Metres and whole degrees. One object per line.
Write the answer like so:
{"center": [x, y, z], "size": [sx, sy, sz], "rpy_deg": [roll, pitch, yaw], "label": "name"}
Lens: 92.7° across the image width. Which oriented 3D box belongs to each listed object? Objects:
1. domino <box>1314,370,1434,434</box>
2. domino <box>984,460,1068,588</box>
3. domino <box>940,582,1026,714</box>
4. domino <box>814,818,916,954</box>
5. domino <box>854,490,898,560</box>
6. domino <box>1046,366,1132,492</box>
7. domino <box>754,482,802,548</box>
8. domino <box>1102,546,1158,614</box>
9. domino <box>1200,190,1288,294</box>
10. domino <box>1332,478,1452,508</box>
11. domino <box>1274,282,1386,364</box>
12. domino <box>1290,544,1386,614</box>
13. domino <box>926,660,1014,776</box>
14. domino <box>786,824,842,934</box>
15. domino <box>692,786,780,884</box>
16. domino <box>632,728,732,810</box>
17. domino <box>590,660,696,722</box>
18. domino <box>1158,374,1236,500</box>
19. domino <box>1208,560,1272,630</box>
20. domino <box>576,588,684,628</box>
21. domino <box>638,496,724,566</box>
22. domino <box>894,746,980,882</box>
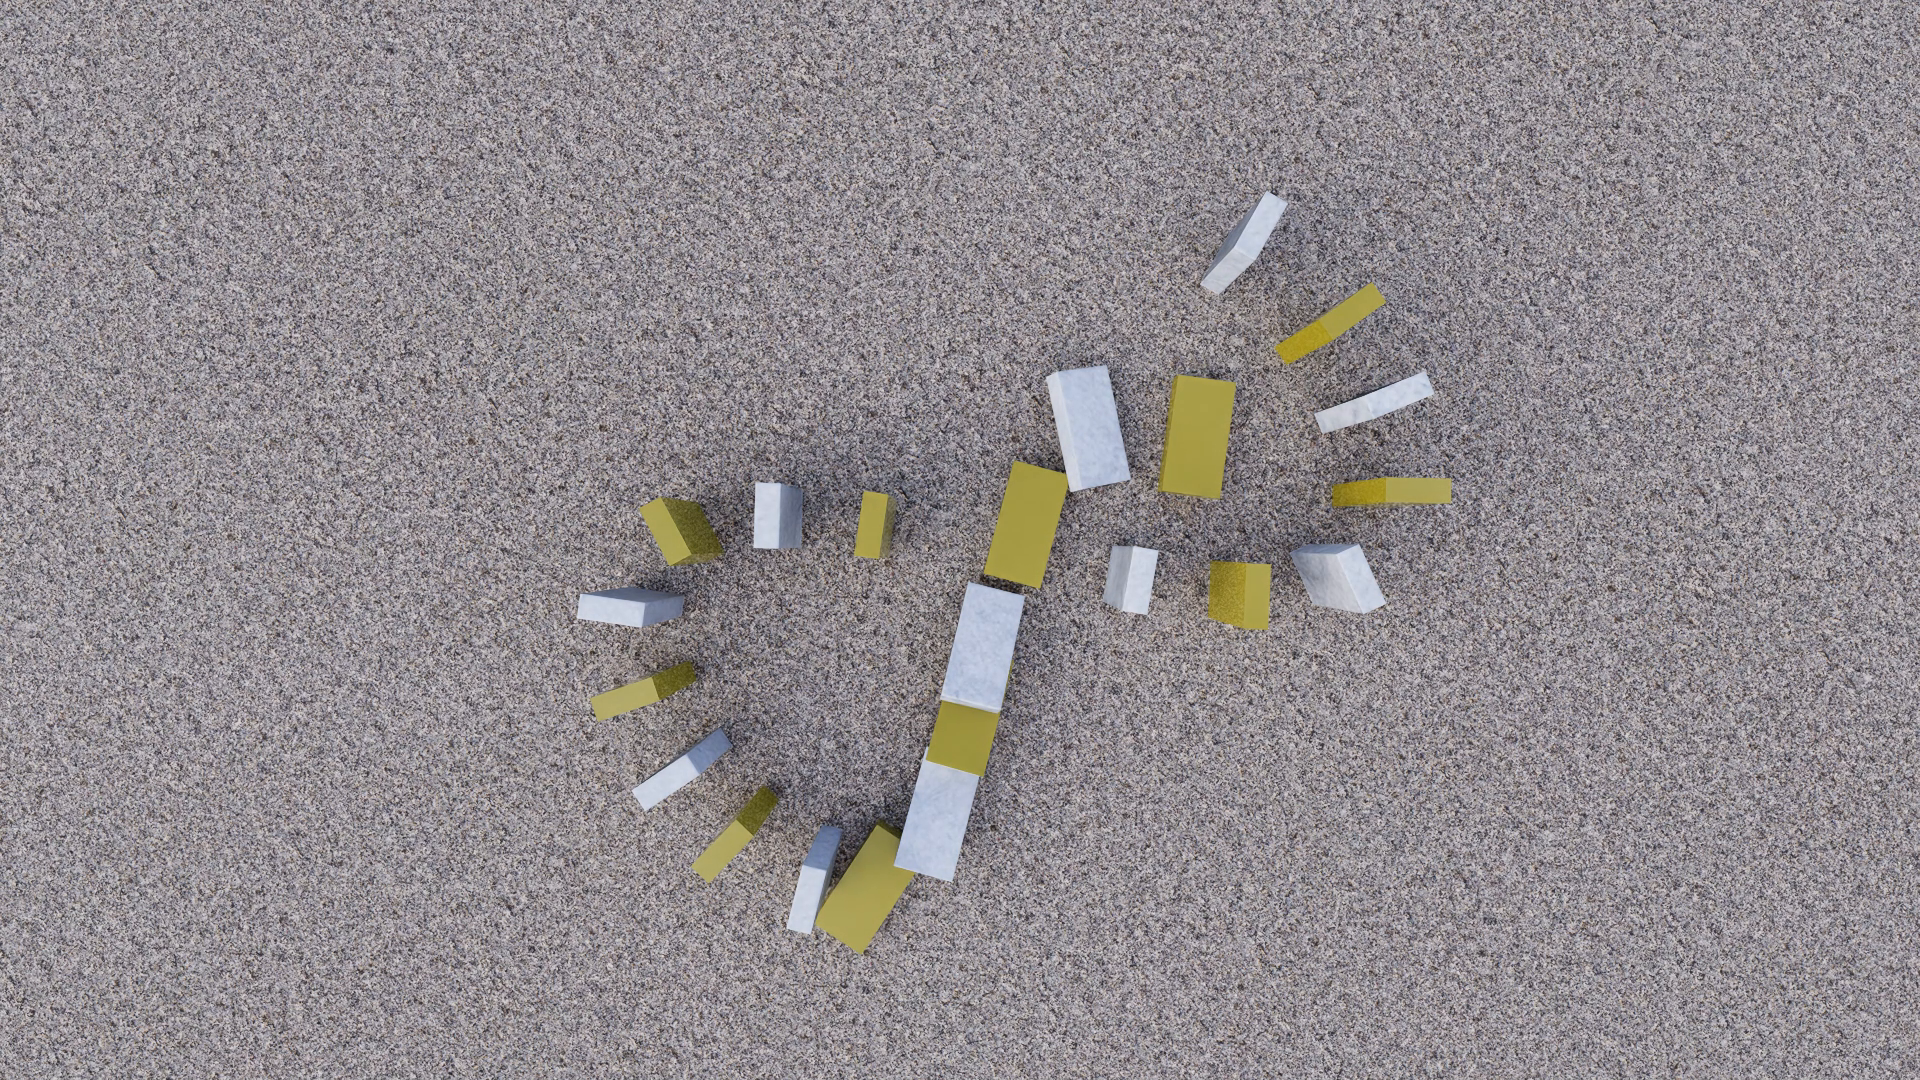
{"center": [0.168, -0.055, 0.375], "size": [0.025, 0.050, 0.009], "rpy_deg": [-22, 90, 0], "label": "domino"}
{"center": [0.029, -0.007, 0.395], "size": [0.025, 0.009, 0.050], "rpy_deg": [15, 90, 0], "label": "domino"}
{"center": [0.010, 0.045, 0.387], "size": [0.025, 0.009, 0.050], "rpy_deg": [14, 69, -1], "label": "domino"}
{"center": [-0.039, 0.149, 0.395], "size": [0.025, 0.009, 0.050], "rpy_deg": [33, 90, 0], "label": "domino"}
{"center": [-0.034, -0.006, 0.375], "size": [0.009, 0.050, 0.025], "rpy_deg": [9, 90, 0], "label": "domino"}
{"center": [0.055, -0.048, 0.391], "size": [0.025, 0.010, 0.050], "rpy_deg": [-12, 90, -24], "label": "domino"}
{"center": [-0.074, -0.009, 0.375], "size": [0.010, 0.050, 0.025], "rpy_deg": [2, 90, 0], "label": "domino"}
{"center": [0.069, 0.016, 0.375], "size": [0.010, 0.050, 0.025], "rpy_deg": [10, 90, 0], "label": "domino"}
{"center": [0.115, -0.120, 0.375], "size": [0.010, 0.050, 0.025], "rpy_deg": [30, 90, 0], "label": "domino"}
{"center": [0.175, -0.019, 0.375], "size": [0.025, 0.050, 0.009], "rpy_deg": [1, 90, 0], "label": "domino"}
{"center": [0.150, -0.088, 0.375], "size": [0.025, 0.050, 0.009], "rpy_deg": [-35, 90, 0], "label": "domino"}
{"center": [0.153, 0.015, 0.375], "size": [0.009, 0.050, 0.025], "rpy_deg": [-25, 90, 0], "label": "domino"}
{"center": [0.004, 0.072, 0.390], "size": [0.025, 0.009, 0.050], "rpy_deg": [16, 78, 0], "label": "domino"}
{"center": [-0.059, 0.137, 0.375], "size": [0.009, 0.050, 0.025], "rpy_deg": [14, 90, 0], "label": "domino"}
{"center": [-0.091, 0.119, 0.375], "size": [0.010, 0.050, 0.025], "rpy_deg": [44, 90, 0], "label": "domino"}
{"center": [-0.112, 0.093, 0.375], "size": [0.025, 0.050, 0.009], "rpy_deg": [-34, 90, 0], "label": "domino"}
{"center": [-0.128, 0.061, 0.375], "size": [0.025, 0.050, 0.009], "rpy_deg": [-19, 90, 0], "label": "domino"}
{"center": [0.102, -0.044, 0.395], "size": [0.025, 0.009, 0.050], "rpy_deg": [8, 90, 0], "label": "domino"}
{"center": [0.114, 0.022, 0.375], "size": [0.010, 0.050, 0.025], "rpy_deg": [3, 90, 0], "label": "domino"}
{"center": [-0.133, 0.027, 0.375], "size": [0.025, 0.050, 0.010], "rpy_deg": [8, 90, 0], "label": "domino"}
{"center": [-0.113, -0.003, 0.375], "size": [0.009, 0.050, 0.025], "rpy_deg": [-28, 90, 0], "label": "domino"}
{"center": [-0.009, 0.116, 0.390], "size": [0.025, 0.009, 0.050], "rpy_deg": [16, 76, 0], "label": "domino"}
